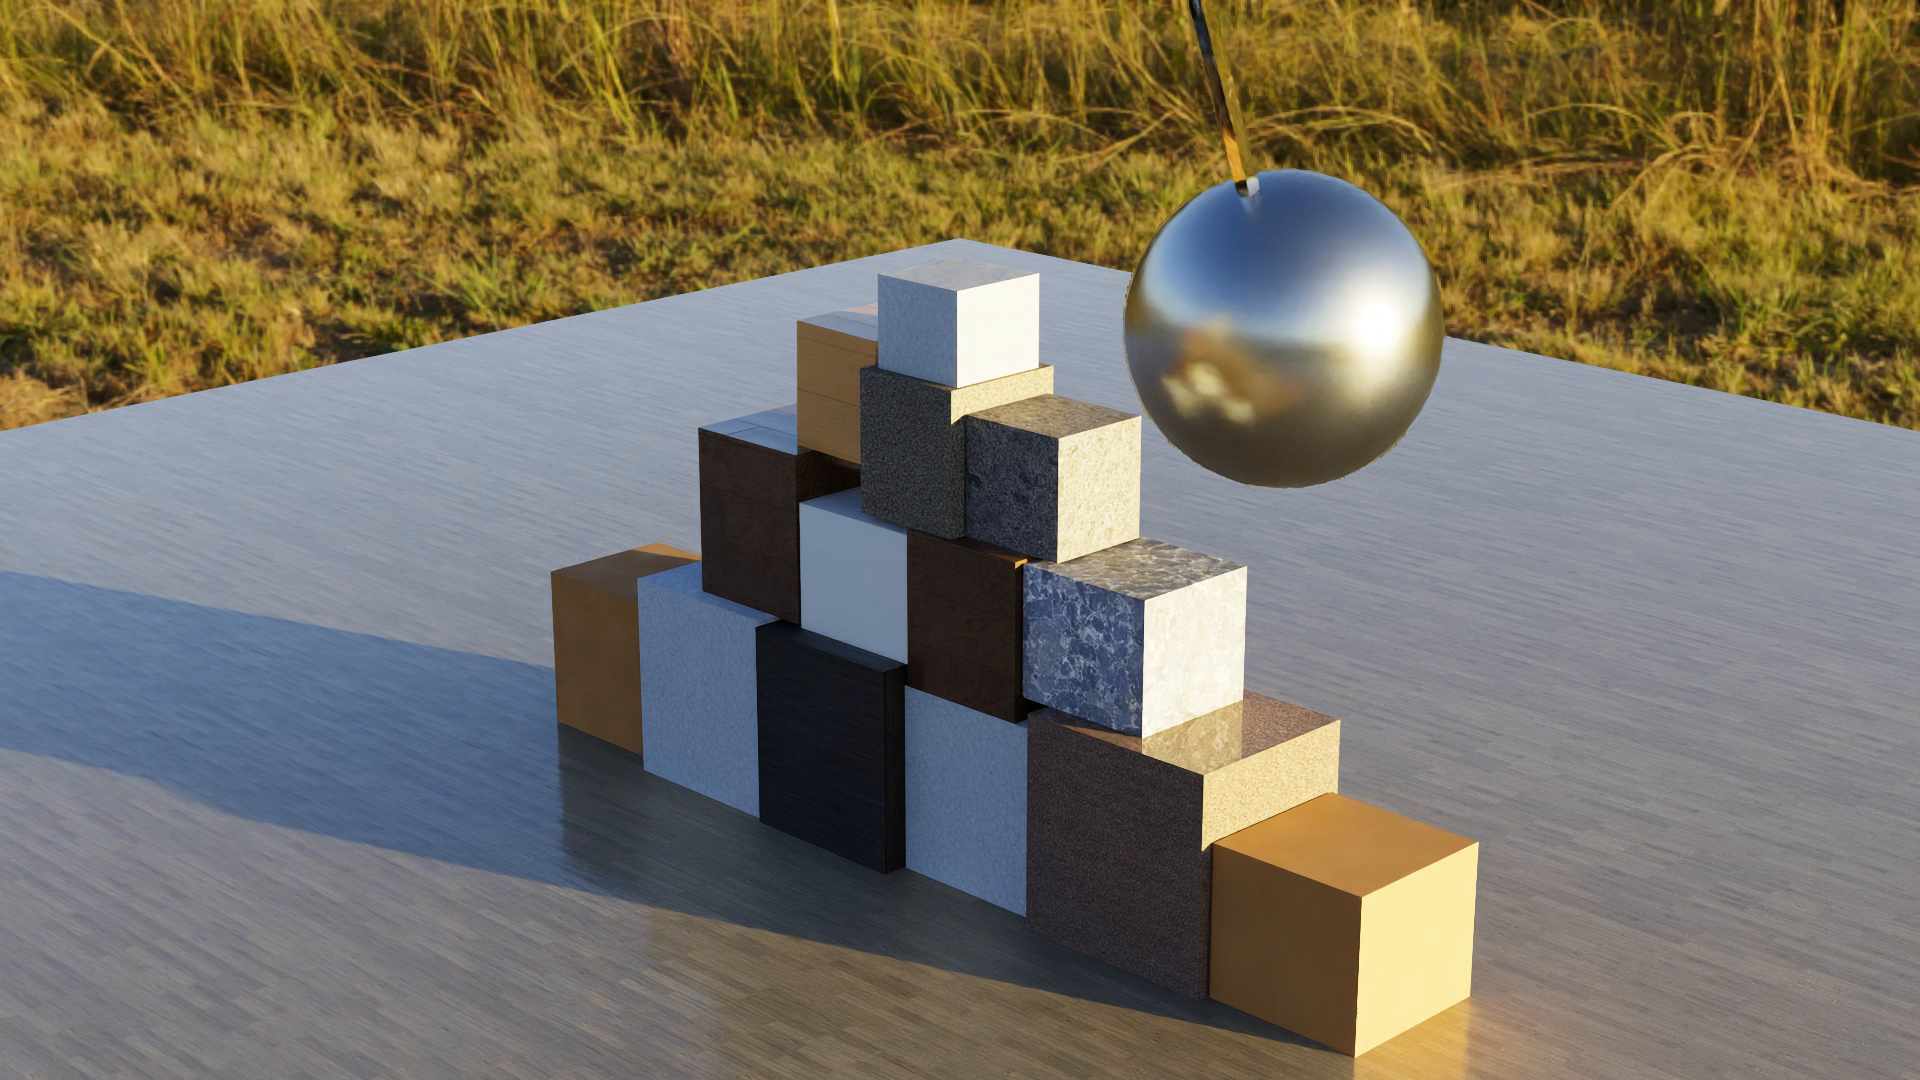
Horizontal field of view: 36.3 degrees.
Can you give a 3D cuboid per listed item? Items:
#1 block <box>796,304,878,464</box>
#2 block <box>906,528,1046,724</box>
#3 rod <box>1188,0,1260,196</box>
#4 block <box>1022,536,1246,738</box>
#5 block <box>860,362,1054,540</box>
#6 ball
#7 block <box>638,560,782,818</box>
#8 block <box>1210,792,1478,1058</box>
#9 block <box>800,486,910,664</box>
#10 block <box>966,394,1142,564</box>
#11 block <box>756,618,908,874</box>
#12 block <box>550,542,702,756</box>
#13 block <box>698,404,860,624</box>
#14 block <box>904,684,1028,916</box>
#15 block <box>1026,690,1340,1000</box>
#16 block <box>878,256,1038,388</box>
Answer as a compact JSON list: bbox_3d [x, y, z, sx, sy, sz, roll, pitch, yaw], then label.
[{"bbox_3d":[-0.393,-0.719,13.551,0.496,0.596,0.525,-17,25,-42],"label":"block"},{"bbox_3d":[0.256,0.302,13.163,0.723,0.741,0.671,-17,24,-42],"label":"block"},{"bbox_3d":[0.703,-3.778,12.891,0.080,5.200,0.080,17,46,42],"label":"rod"},{"bbox_3d":[0.751,0.399,12.683,0.658,0.610,0.698,-17,24,-42],"label":"block"},{"bbox_3d":[-0.015,-0.452,13.205,0.644,0.672,0.580,-17,24,-42],"label":"block"},{"bbox_3d":[1.623,-1.057,14.710,1.600,1.600,1.600,0,17,0],"label":"ball"},{"bbox_3d":[-0.934,0.667,14.543,0.932,1.006,0.904,-17,24,-42],"label":"block"},{"bbox_3d":[1.587,1.577,12.161,0.778,0.699,0.765,-17,24,-42],"label":"block"},{"bbox_3d":[-0.234,0.121,13.644,0.711,0.612,0.728,-17,24,-42],"label":"block"},{"bbox_3d":[0.407,-0.278,12.848,0.523,0.555,0.554,-17,24,-42],"label":"block"},{"bbox_3d":[-0.293,0.865,13.946,1.017,0.988,0.870,-17,24,-42],"label":"block"},{"bbox_3d":[-1.556,0.567,15.169,0.712,0.821,0.844,-17,24,-42],"label":"block"},{"bbox_3d":[-0.758,-0.145,14.079,0.693,0.822,0.691,-17,24,-42],"label":"block"},{"bbox_3d":[0.311,1.096,13.367,0.744,0.895,0.844,-17,24,-42],"label":"block"},{"bbox_3d":[0.958,1.239,12.713,0.895,1.012,0.993,-17,24,-42],"label":"block"},{"bbox_3d":[-0.008,-0.973,13.029,0.509,0.428,0.500,-17,24,-42],"label":"block"}]
